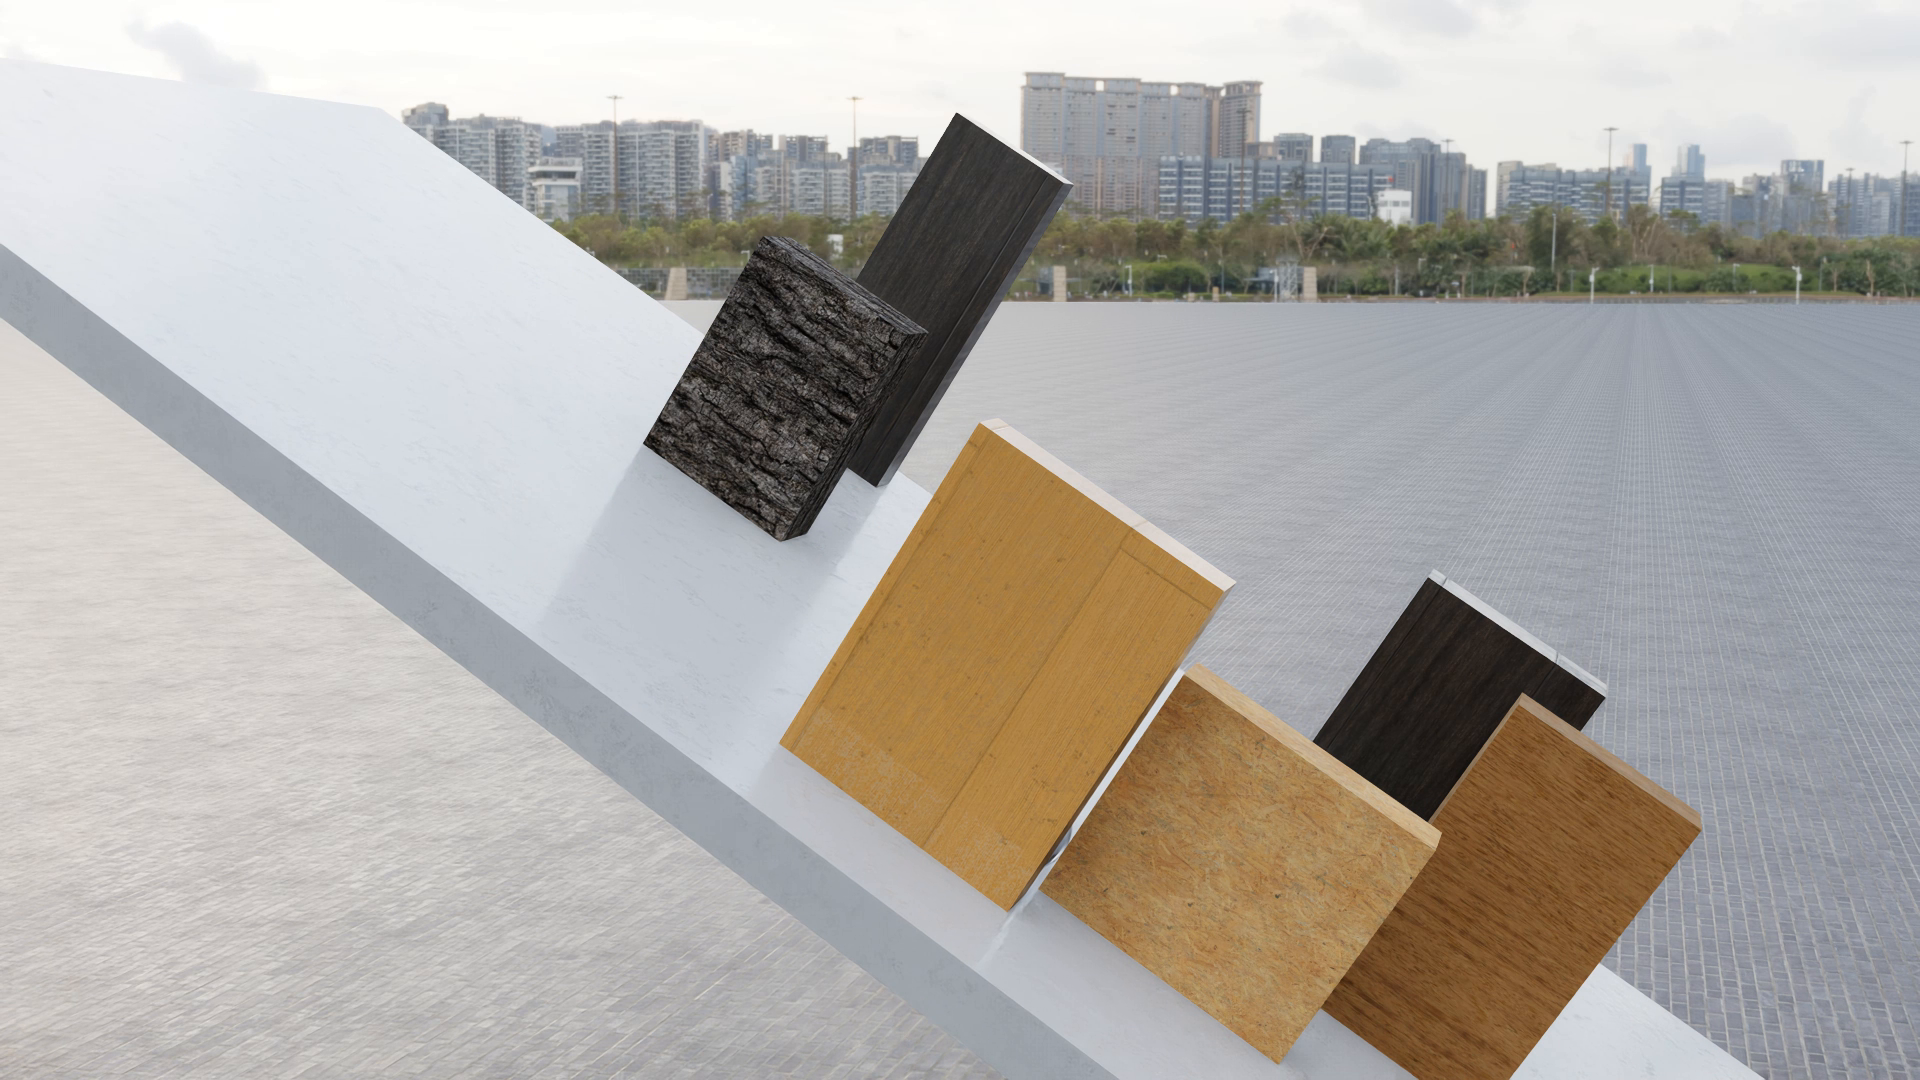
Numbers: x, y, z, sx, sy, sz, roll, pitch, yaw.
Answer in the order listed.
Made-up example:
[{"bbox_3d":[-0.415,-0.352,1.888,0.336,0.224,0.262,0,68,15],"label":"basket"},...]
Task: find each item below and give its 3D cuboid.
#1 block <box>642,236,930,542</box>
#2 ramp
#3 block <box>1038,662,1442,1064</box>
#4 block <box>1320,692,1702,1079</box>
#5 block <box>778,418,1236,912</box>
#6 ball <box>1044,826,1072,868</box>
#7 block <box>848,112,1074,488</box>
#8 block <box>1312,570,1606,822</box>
[{"bbox_3d":[-0.336,-0.292,4.229,0.337,0.471,0.141,35,15,10],"label":"block"},{"bbox_3d":[-0.135,0.226,4.103,4.000,0.100,2.000,35,15,10],"label":"ramp"},{"bbox_3d":[0.426,0.493,3.379,0.450,0.417,0.112,35,15,10],"label":"block"},{"bbox_3d":[0.880,0.598,3.587,0.336,0.608,0.110,35,15,10],"label":"block"},{"bbox_3d":[0.064,0.186,3.289,0.432,0.591,0.100,35,15,10],"label":"block"},{"bbox_3d":[0.107,0.446,3.432,0.137,0.137,0.137,0,7,0],"label":"ball"},{"bbox_3d":[-0.085,-0.524,4.852,0.285,0.790,0.088,35,15,10],"label":"block"},{"bbox_3d":[0.898,0.416,4.223,0.389,0.596,0.126,35,15,10],"label":"block"}]
